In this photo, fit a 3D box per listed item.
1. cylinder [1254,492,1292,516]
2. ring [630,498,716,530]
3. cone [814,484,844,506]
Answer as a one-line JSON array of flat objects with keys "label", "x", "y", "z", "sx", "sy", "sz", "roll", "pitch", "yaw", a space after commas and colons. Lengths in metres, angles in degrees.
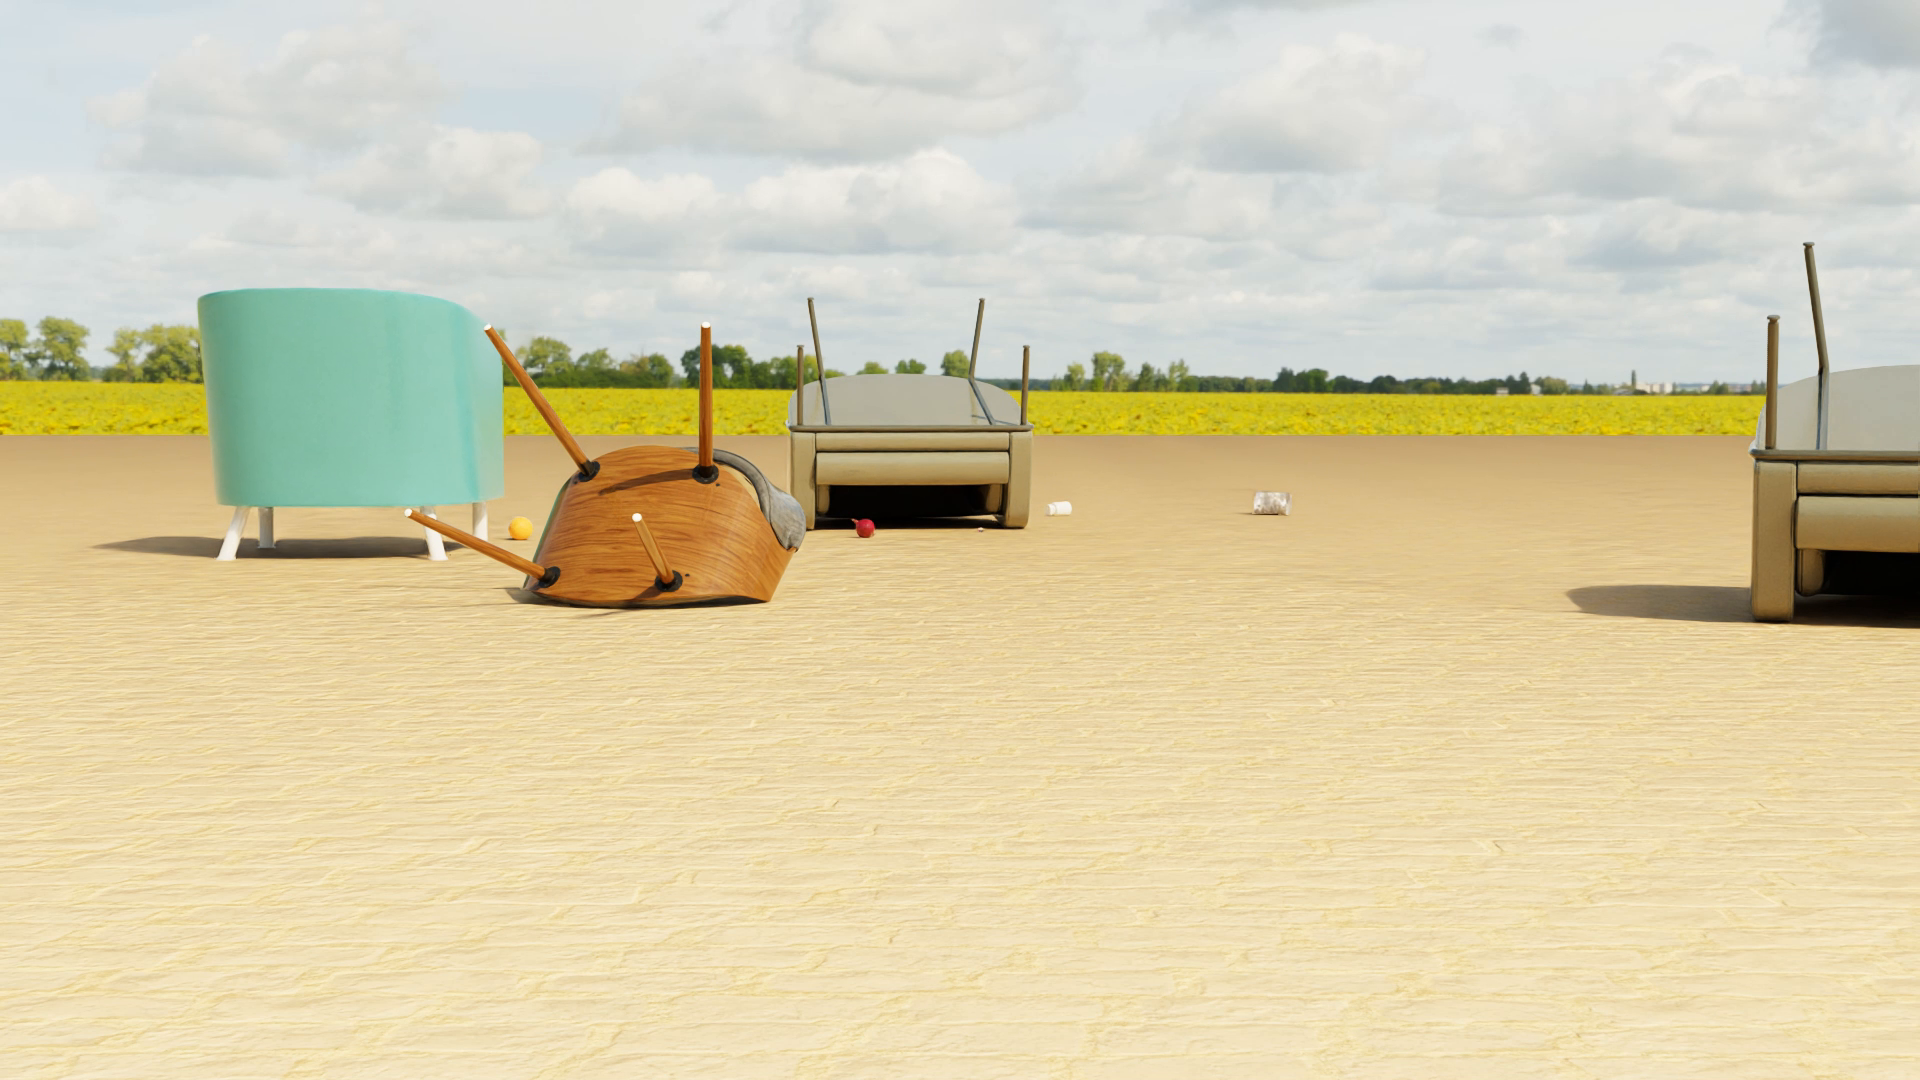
[{"label": "cylinder", "x": 1.118, "y": -0.131, "z": 7.863, "sx": 0.111, "sy": 0.080, "sz": 0.121, "roll": 1, "pitch": 14, "yaw": 19}, {"label": "ring", "x": -0.924, "y": -0.082, "z": 7.086, "sx": 0.272, "sy": 0.092, "sz": 0.264, "roll": -1, "pitch": 5, "yaw": -5}, {"label": "cone", "x": -0.530, "y": -0.153, "z": 8.468, "sx": 0.095, "sy": 0.094, "sz": 0.162, "roll": -36, "pitch": 26, "yaw": -34}]
